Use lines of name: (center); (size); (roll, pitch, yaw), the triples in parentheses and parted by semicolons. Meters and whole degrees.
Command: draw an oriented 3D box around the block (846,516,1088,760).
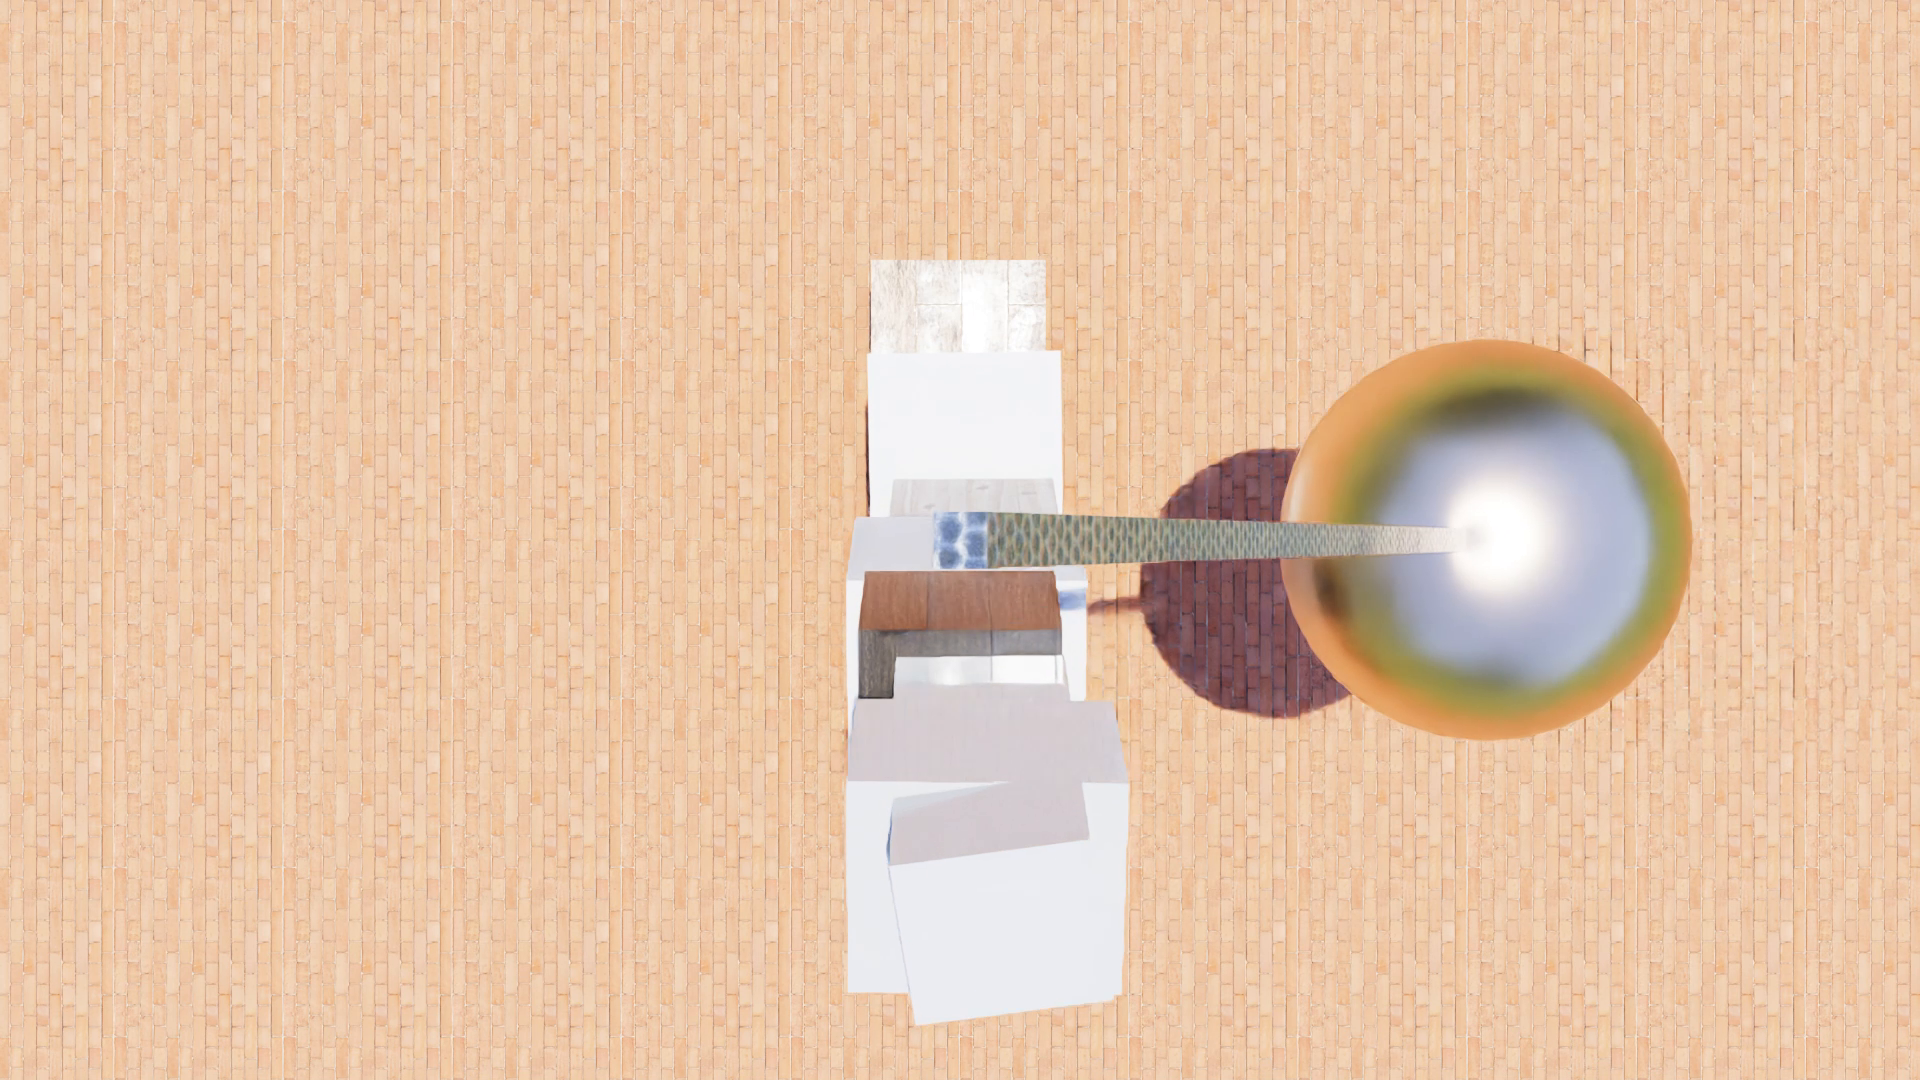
block: (0.026, 0.454, 9.725); (1.004, 0.947, 0.889); (0, 107, 0)

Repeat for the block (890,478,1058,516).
block: (0.070, 0.194, 10.574); (0.789, 0.828, 0.786); (-1, 107, 0)

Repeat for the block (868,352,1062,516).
block: (0.028, -0.493, 11.435); (0.956, 1.036, 0.943); (-1, 94, 0)

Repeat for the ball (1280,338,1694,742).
ball: (2.074, 0.000, 8.748); (1.600, 1.600, 1.600); (0, 90, 0)

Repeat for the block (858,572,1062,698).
block: (0.001, 0.675, 8.920); (0.787, 0.722, 0.917); (0, 107, 0)

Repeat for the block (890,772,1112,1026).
block: (0.127, 1.129, 6.969); (0.614, 0.520, 0.544); (-8, 107, 2)

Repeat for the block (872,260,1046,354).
block: (-0.009, -0.990, 12.478); (0.948, 1.043, 1.065); (0, 90, 0)

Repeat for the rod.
rod: (0.899, 0.000, 5.558); (0.080, 5.200, 0.080); (0, 90, 20)

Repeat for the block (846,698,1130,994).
block: (0.085, 1.044, 7.612); (0.918, 0.759, 0.762); (1, 107, 0)

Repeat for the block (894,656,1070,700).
block: (0.083, 0.859, 8.274); (0.649, 0.616, 0.670); (-1, 107, 0)
